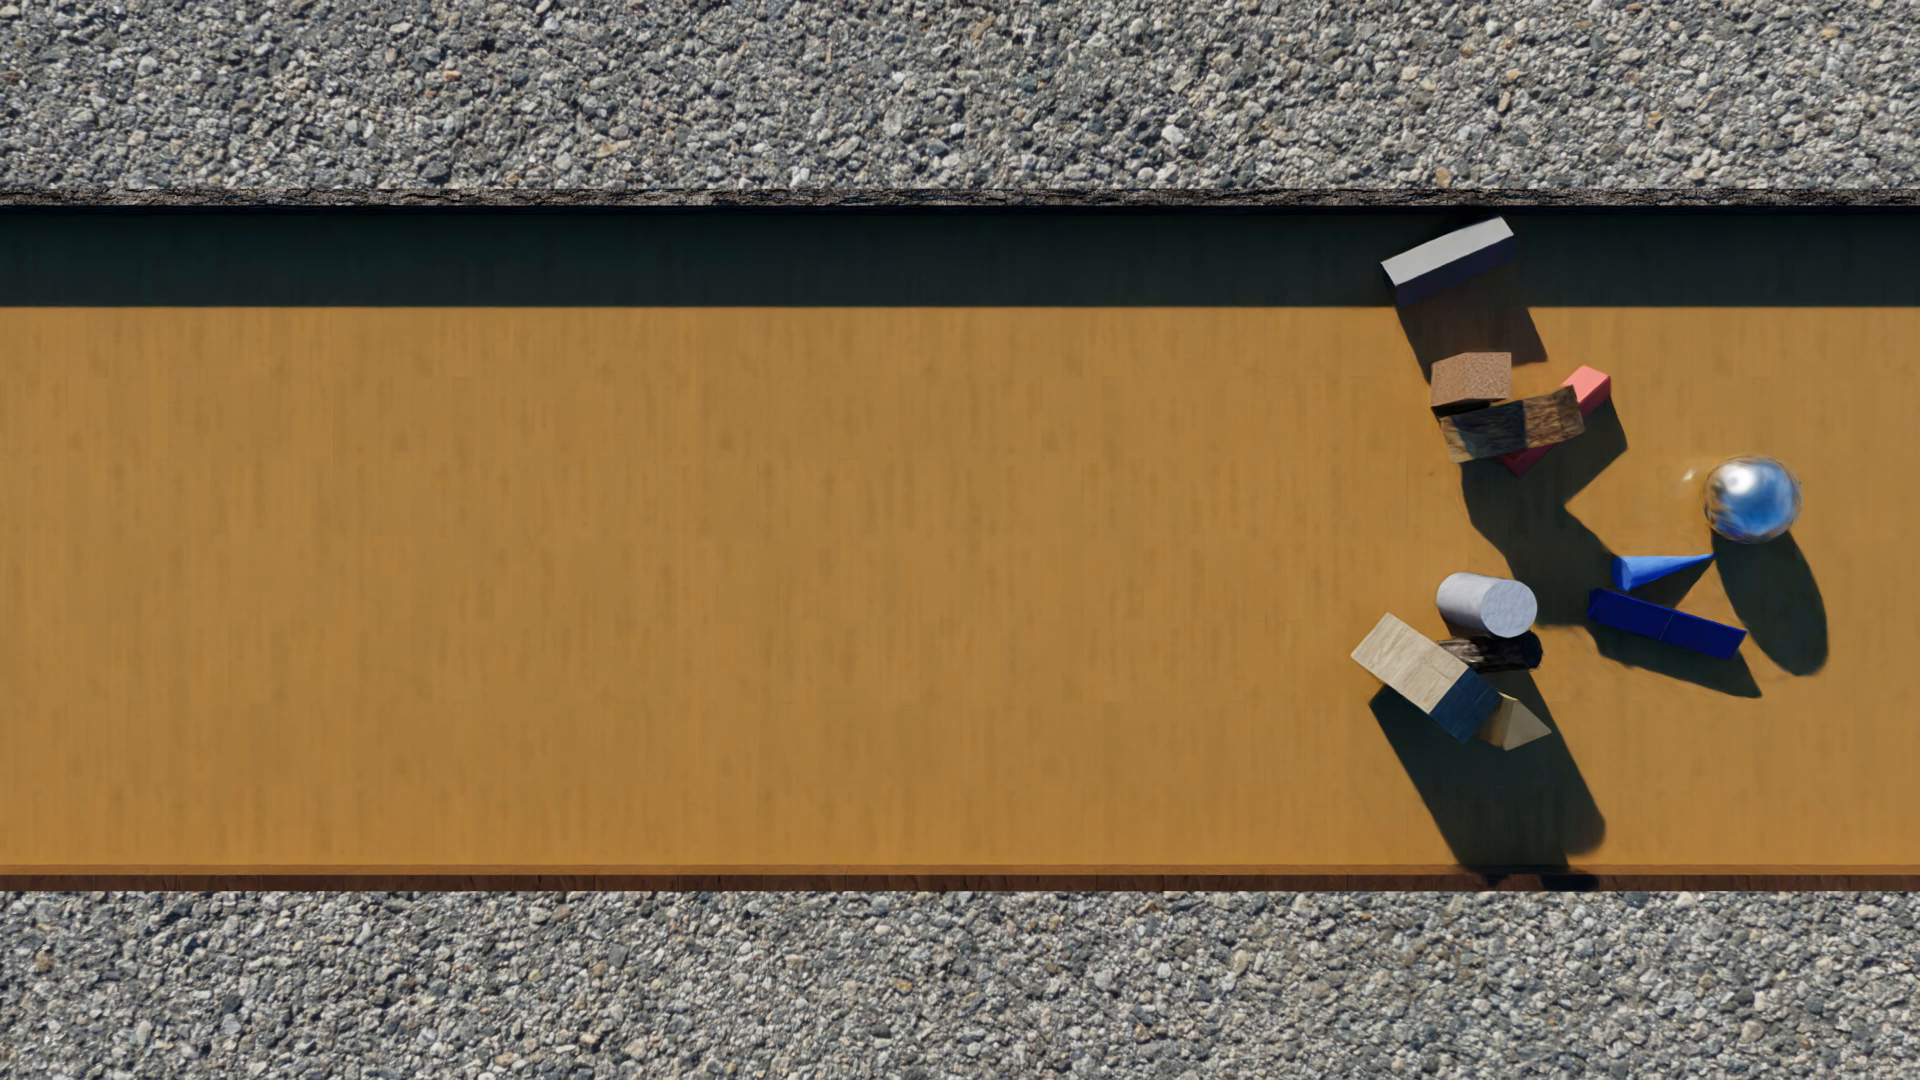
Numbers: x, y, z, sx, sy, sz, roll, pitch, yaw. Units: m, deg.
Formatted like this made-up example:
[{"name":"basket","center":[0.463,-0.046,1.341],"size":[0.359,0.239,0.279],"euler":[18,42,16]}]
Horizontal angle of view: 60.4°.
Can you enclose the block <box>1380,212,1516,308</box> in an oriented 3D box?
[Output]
[{"name":"block","center":[1.475,-0.844,4.984],"size":[0.373,0.107,0.107],"euler":[-23,52,6]}]

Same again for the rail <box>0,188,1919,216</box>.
[{"name":"rail","center":[-2.247,-1.025,5.002],"size":[12.000,0.150,0.050],"euler":[0,90,0]}]

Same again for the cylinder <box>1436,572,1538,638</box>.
[{"name":"cylinder","center":[1.556,0.188,4.889],"size":[0.166,0.365,0.166],"euler":[0,92,-3]}]

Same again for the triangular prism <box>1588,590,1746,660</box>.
[{"name":"triangular prism","center":[2.147,0.238,5.008],"size":[0.451,0.093,0.108],"euler":[16,58,0]}]

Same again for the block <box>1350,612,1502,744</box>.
[{"name":"block","center":[1.365,0.401,4.849],"size":[0.176,0.412,0.176],"euler":[38,93,-28]}]

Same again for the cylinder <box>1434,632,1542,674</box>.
[{"name":"cylinder","center":[1.567,0.341,4.920],"size":[0.111,0.312,0.111],"euler":[7,78,-36]}]

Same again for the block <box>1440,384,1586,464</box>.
[{"name":"block","center":[1.636,-0.342,4.892],"size":[0.142,0.362,0.142],"euler":[-20,95,-44]}]

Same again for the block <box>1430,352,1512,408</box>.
[{"name":"block","center":[1.514,-0.474,4.898],"size":[0.133,0.355,0.133],"euler":[-1,91,0]}]

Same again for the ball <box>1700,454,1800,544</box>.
[{"name":"ball","center":[2.367,-0.122,4.941],"size":[0.270,0.270,0.270],"euler":[0,90,0]}]

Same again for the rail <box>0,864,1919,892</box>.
[{"name":"rail","center":[-2.247,1.025,5.001],"size":[12.000,0.150,0.050],"euler":[0,90,0]}]

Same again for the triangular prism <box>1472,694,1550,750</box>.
[{"name":"triangular prism","center":[1.550,0.490,4.855],"size":[0.147,0.413,0.127],"euler":[-20,98,-7]}]

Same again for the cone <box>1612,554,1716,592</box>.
[{"name":"cone","center":[2.176,0.075,5.050],"size":[0.333,0.106,0.106],"euler":[-11,90,-10]}]

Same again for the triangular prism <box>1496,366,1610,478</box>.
[{"name":"triangular prism","center":[1.816,-0.364,5.020],"size":[0.381,0.106,0.123],"euler":[-42,90,0]}]
